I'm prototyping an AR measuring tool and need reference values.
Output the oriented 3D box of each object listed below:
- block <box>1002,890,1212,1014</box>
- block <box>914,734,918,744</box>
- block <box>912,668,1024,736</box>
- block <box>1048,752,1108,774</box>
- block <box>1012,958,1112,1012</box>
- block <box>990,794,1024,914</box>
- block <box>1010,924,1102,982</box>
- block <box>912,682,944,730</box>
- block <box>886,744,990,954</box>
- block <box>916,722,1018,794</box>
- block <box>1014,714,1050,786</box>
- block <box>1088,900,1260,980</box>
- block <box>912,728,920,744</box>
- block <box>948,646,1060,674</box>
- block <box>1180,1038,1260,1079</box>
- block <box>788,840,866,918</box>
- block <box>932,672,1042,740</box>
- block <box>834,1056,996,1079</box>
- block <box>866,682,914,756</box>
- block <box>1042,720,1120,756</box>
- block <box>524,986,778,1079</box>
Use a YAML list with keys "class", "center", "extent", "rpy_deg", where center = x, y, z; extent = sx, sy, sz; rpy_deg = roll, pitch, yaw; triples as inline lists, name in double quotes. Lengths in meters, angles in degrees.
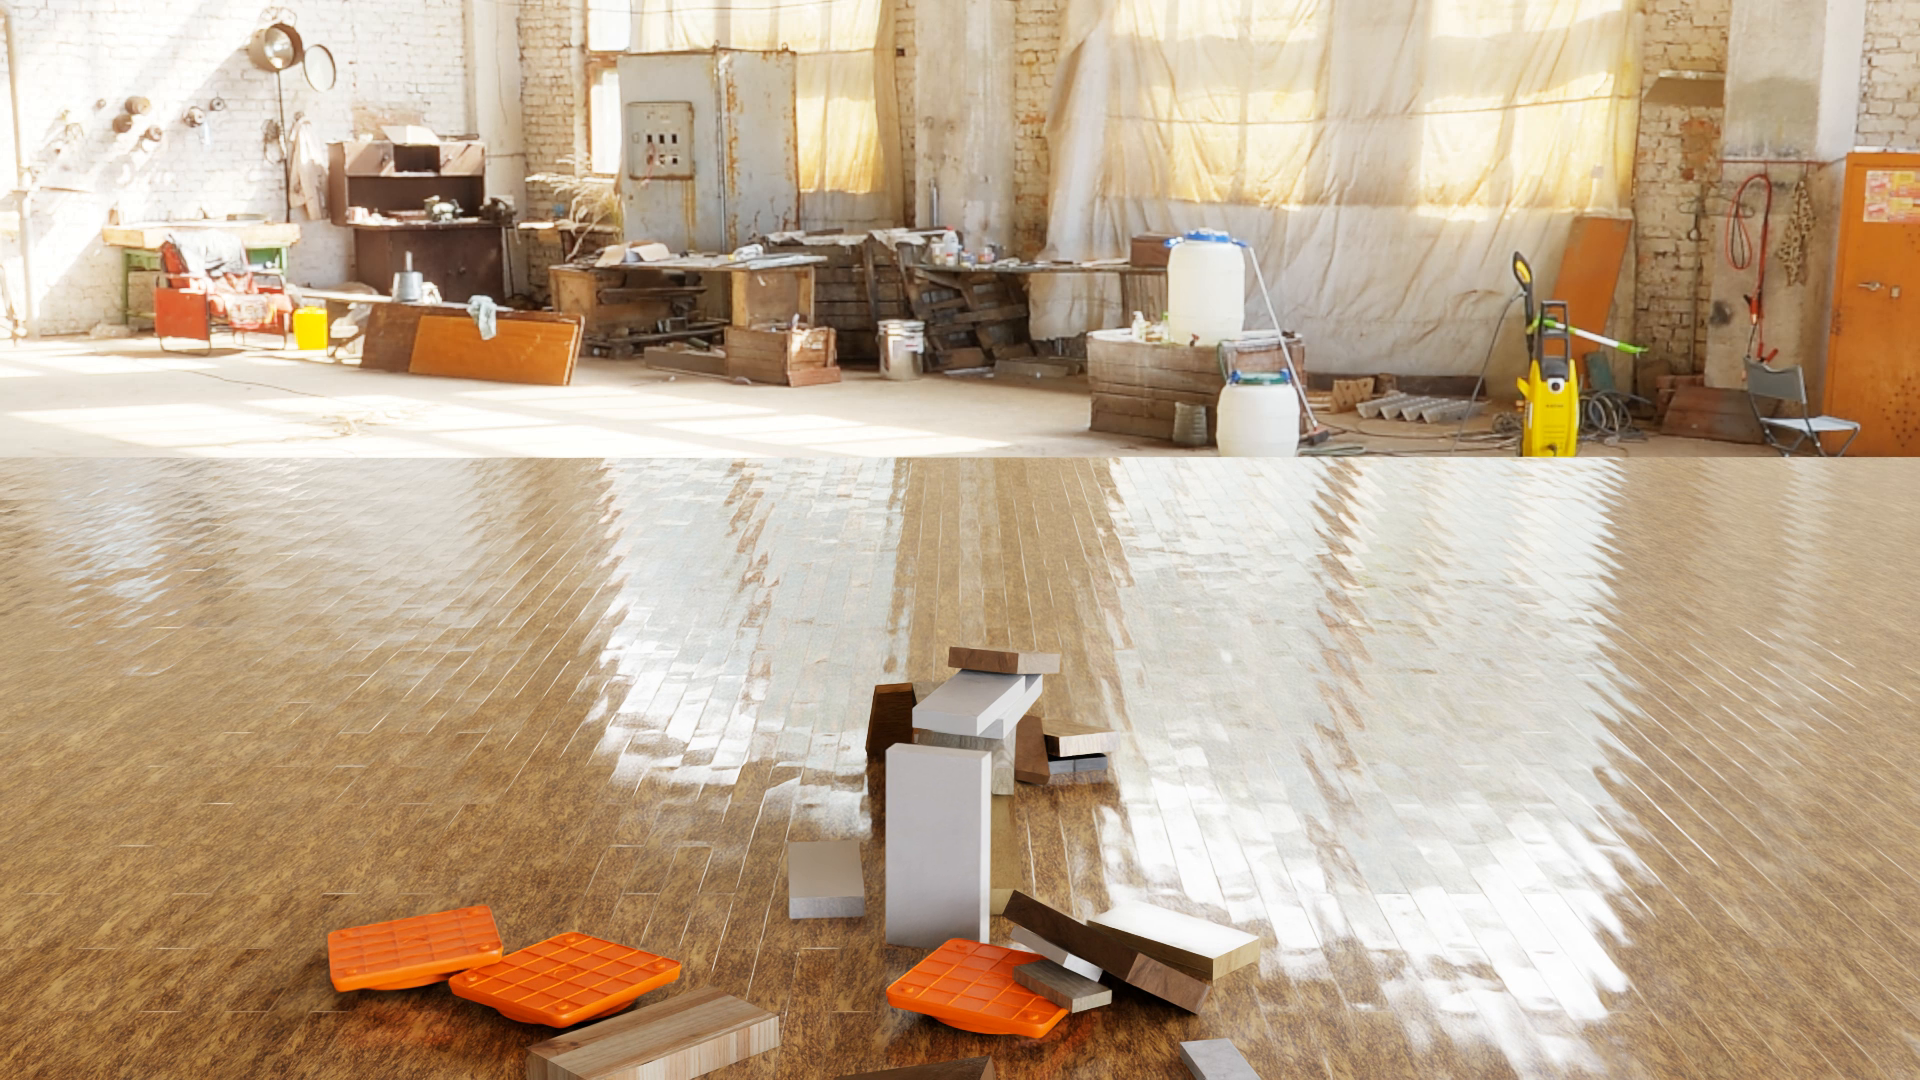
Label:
- class: "block"
  center: [0.213, 0.607, 3.253]
  extent: [0.156, 0.044, 0.311]
  rpy_deg: [30, -8, -33]
- class: "block"
  center: [0.007, 0.461, 3.947]
  extent: [0.174, 0.049, 0.347]
  rpy_deg: [0, 27, -2]
- class: "block"
  center: [0.018, 0.289, 3.949]
  extent: [0.122, 0.035, 0.244]
  rpy_deg: [6, 16, 21]
- class: "block"
  center: [0.197, 0.441, 4.401]
  extent: [0.175, 0.025, 0.088]
  rpy_deg: [-3, 11, -17]
- class: "block"
  center: [0.145, 0.635, 3.138]
  extent: [0.070, 0.020, 0.139]
  rpy_deg: [-5, 13, -35]
- class: "block"
  center: [0.010, 0.514, 3.717]
  extent: [0.174, 0.049, 0.347]
  rpy_deg: [0, 24, -2]
- class: "block"
  center: [0.138, 0.597, 3.177]
  extent: [0.070, 0.020, 0.140]
  rpy_deg: [30, -8, -32]
- class: "block"
  center: [-0.014, 0.335, 4.259]
  extent: [0.137, 0.039, 0.275]
  rpy_deg: [-1, 15, -6]
- class: "block"
  center: [-0.034, 0.479, 3.413]
  extent: [0.156, 0.311, 0.044]
  rpy_deg: [4, 10, 19]
- class: "block"
  center: [0.013, 0.369, 3.959]
  extent: [0.174, 0.049, 0.347]
  rpy_deg: [1, 15, 2]
- class: "block"
  center: [0.123, 0.408, 4.331]
  extent: [0.088, 0.025, 0.176]
  rpy_deg: [12, 33, -14]
- class: "block"
  center: [0.331, 0.619, 3.416]
  extent: [0.244, 0.035, 0.122]
  rpy_deg: [10, 14, 42]
- class: "block"
  center: [-0.086, 0.393, 4.560]
  extent: [0.017, 0.059, 0.127]
  rpy_deg: [17, 8, -10]
- class: "block"
  center: [0.086, 0.227, 4.150]
  extent: [0.134, 0.038, 0.268]
  rpy_deg: [5, -1, 19]
- class: "block"
  center: [0.350, 0.711, 2.963]
  extent: [0.070, 0.020, 0.140]
  rpy_deg: [-2, 11, -11]
- class: "block"
  center: [-0.226, 0.568, 3.693]
  extent: [0.122, 0.035, 0.285]
  rpy_deg: [-1, 11, -5]
- class: "block"
  center: [0.052, 0.298, 4.054]
  extent: [0.134, 0.038, 0.268]
  rpy_deg: [5, 16, 16]
- class: "block"
  center: [-0.069, 0.709, 2.808]
  extent: [0.213, 0.030, 0.107]
  rpy_deg: [-11, 9, 14]
- class: "block"
  center: [-0.137, 0.363, 4.439]
  extent: [0.088, 0.175, 0.025]
  rpy_deg: [-3, 40, -17]
- class: "block"
  center: [0.204, 0.401, 4.465]
  extent: [0.134, 0.038, 0.268]
  rpy_deg: [-3, 2, -23]
- class: "block"
  center: [-0.417, 0.692, 3.001]
  extent: [0.311, 0.044, 0.156]
  rpy_deg: [-10, 15, -44]
